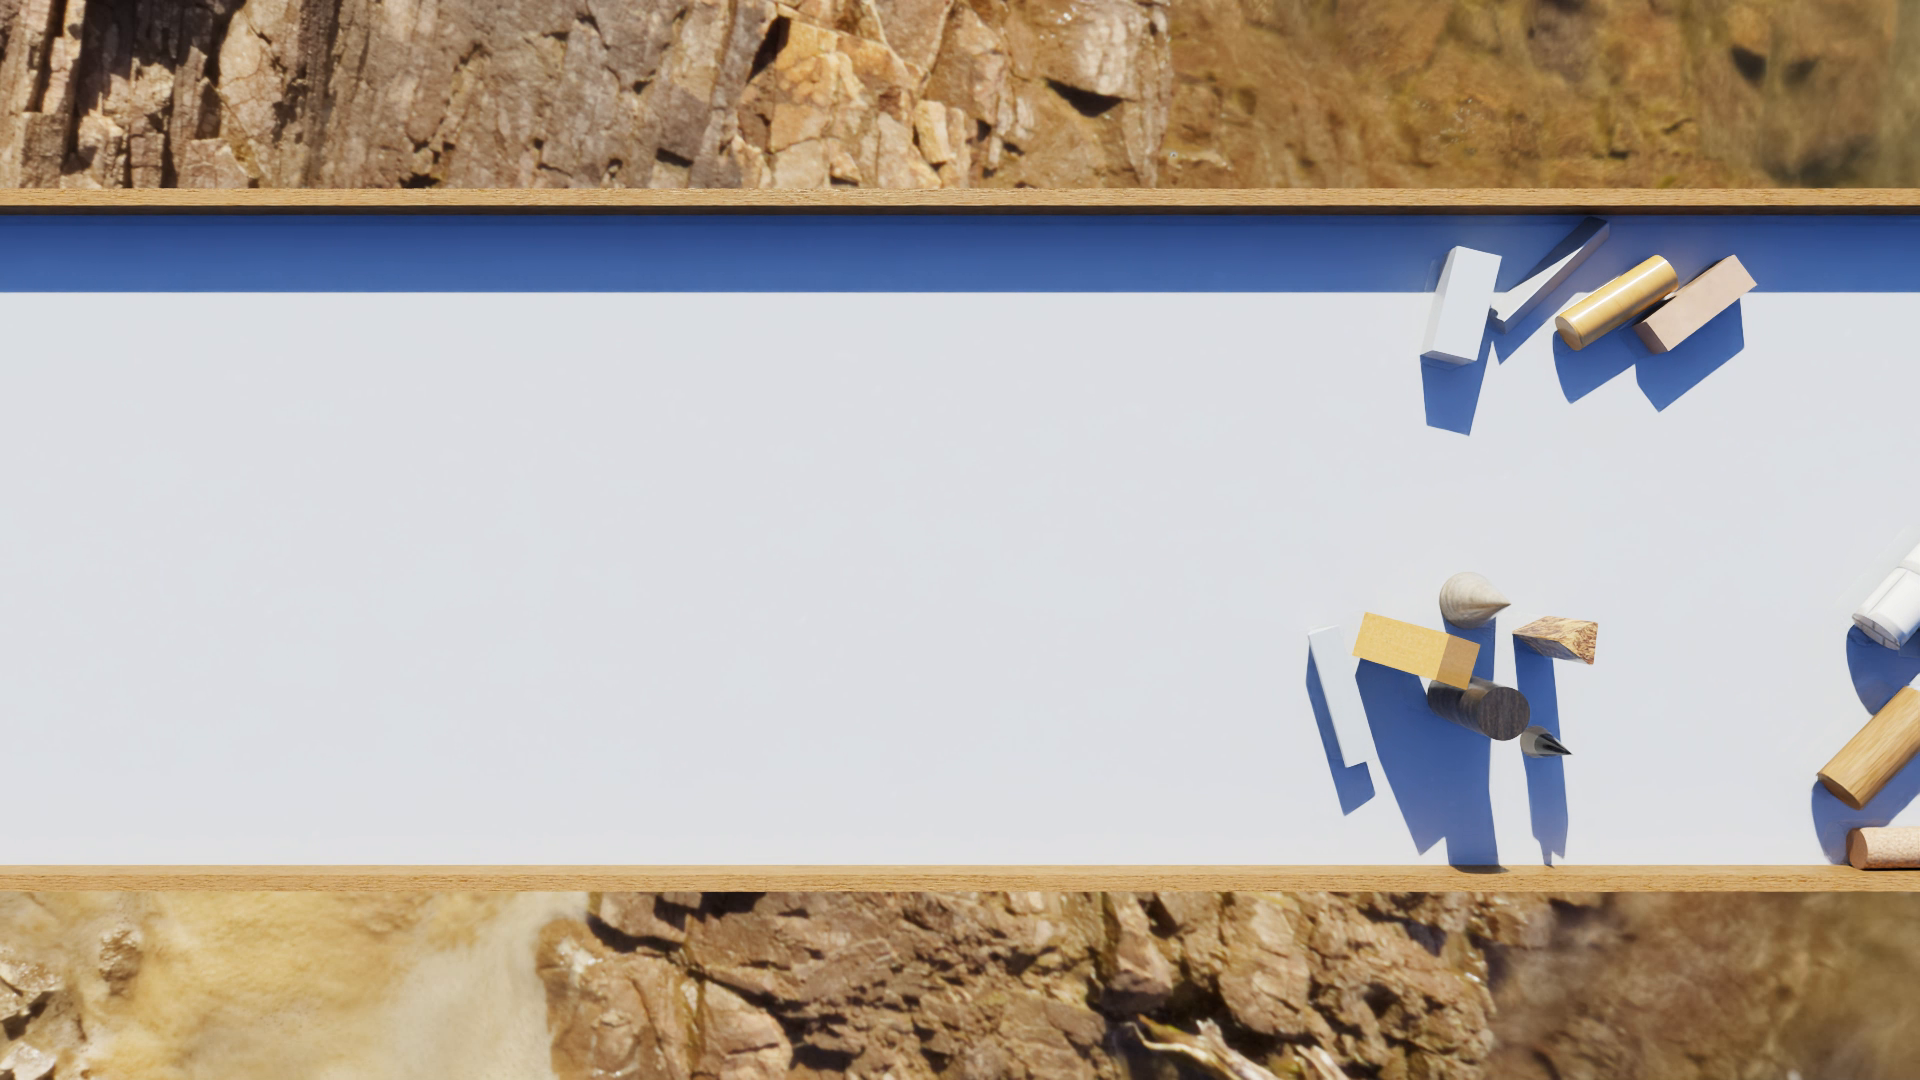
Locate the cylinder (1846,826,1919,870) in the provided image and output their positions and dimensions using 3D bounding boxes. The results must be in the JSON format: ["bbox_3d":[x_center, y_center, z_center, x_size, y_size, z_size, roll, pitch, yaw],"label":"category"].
[{"bbox_3d":[2.916,0.934,5.015,0.380,0.124,0.124,-1,90,0],"label":"cylinder"}]

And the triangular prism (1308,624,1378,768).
[{"bbox_3d":[1.141,0.477,5.005,0.093,0.108,0.417,-16,90,-42],"label":"triangular prism"}]

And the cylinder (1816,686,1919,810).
[{"bbox_3d":[2.795,0.630,4.999,0.371,0.155,0.155,-45,90,0],"label":"cylinder"}]

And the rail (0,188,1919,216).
[{"bbox_3d":[-2.247,-1.025,5.002,12.000,0.150,0.050,0,90,0],"label":"rail"}]

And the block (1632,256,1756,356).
[{"bbox_3d":[2.232,-0.714,5.020,0.332,0.112,0.112,-37,90,0],"label":"block"}]

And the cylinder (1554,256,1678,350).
[{"bbox_3d":[1.995,-0.721,5.015,0.347,0.124,0.124,-32,90,0],"label":"cylinder"}]

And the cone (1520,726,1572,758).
[{"bbox_3d":[1.773,0.621,4.923,0.101,0.308,0.101,0,90,0],"label":"cone"}]

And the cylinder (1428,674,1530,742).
[{"bbox_3d":[1.525,0.483,4.869,0.155,0.404,0.155,0,92,-4],"label":"cylinder"}]

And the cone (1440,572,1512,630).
[{"bbox_3d":[1.563,0.184,4.871,0.179,0.408,0.179,0,89,0],"label":"cone"}]

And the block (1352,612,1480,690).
[{"bbox_3d":[1.351,0.327,4.897,0.138,0.337,0.138,17,90,-32],"label":"block"}]

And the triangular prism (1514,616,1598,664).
[{"bbox_3d":[1.779,0.277,4.881,0.121,0.391,0.105,36,90,0],"label":"triangular prism"}]

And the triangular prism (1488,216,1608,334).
[{"bbox_3d":[1.807,-0.814,5.036,0.438,0.077,0.089,-43,90,0],"label":"triangular prism"}]

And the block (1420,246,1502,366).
[{"bbox_3d":[1.519,-0.709,5.008,0.136,0.136,0.321,14,90,0],"label":"block"}]

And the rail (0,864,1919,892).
[{"bbox_3d":[-2.247,1.025,5.001,12.000,0.150,0.050,0,90,0],"label":"rail"}]

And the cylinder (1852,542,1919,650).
[{"bbox_3d":[2.901,0.142,4.996,0.160,0.160,0.372,43,90,0],"label":"cylinder"}]
